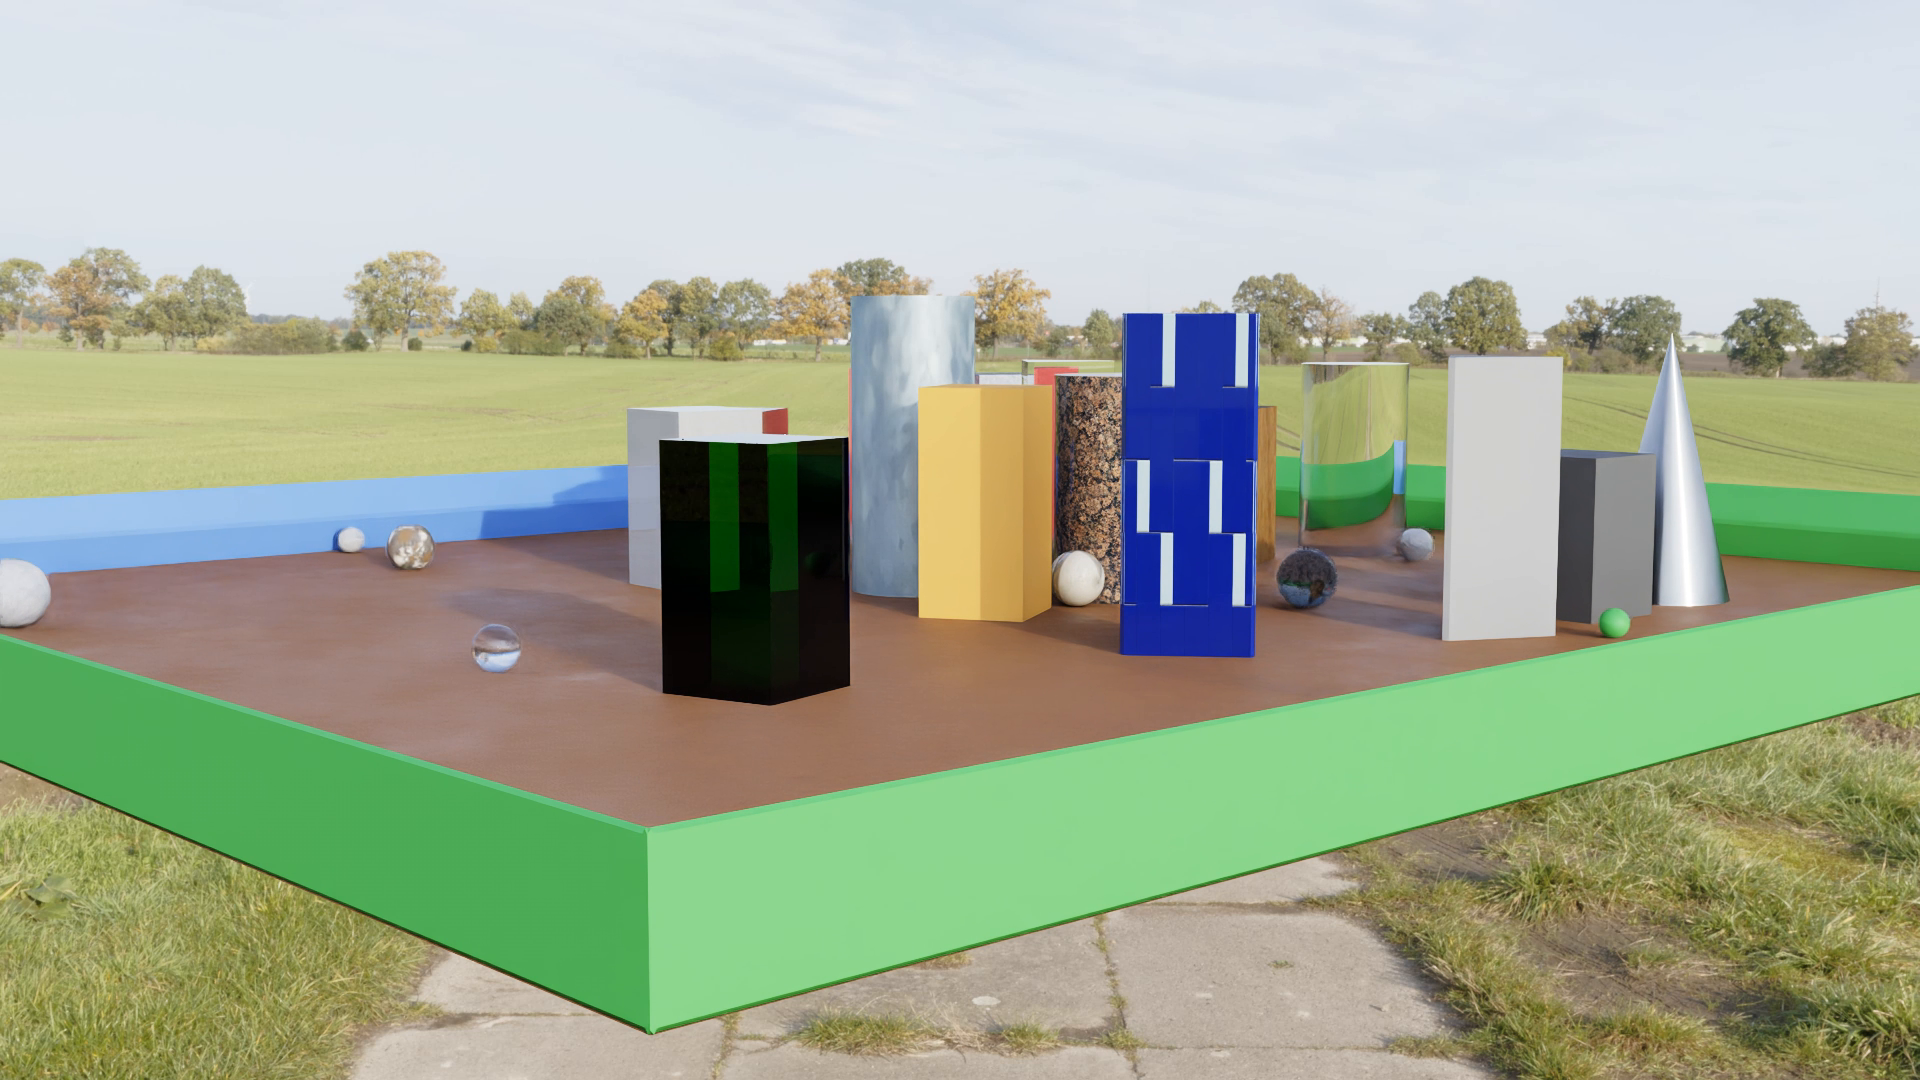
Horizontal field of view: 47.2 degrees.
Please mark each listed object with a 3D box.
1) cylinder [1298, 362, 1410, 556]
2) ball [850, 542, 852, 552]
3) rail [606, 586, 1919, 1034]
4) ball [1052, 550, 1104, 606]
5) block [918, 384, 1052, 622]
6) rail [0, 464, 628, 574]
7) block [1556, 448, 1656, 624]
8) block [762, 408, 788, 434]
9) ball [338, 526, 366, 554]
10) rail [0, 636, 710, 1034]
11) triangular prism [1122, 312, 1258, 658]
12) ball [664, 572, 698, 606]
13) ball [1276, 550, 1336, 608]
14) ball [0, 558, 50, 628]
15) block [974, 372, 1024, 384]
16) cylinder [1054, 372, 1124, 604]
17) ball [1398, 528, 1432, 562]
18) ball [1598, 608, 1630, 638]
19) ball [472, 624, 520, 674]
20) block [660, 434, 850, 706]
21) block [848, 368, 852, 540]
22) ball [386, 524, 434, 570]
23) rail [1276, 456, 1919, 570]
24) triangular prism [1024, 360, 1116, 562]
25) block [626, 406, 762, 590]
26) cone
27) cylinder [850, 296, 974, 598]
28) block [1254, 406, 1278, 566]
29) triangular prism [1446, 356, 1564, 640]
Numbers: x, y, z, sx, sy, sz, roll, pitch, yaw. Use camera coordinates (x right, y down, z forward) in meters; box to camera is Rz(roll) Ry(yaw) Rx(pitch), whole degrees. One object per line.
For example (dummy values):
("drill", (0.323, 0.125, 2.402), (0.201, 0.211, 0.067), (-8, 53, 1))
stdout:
("cylinder", (0.727, -0.152, 4.061), (0.196, 0.347, 0.196), (0, 6, 0))
("ball", (-0.231, 0.011, 3.701), (0.096, 0.096, 0.096), (0, 6, 0))
("rail", (0.891, 0.134, 2.372), (2.987, 0.127, 0.045), (-5, 8, -42))
("ball", (0.176, 0.058, 3.312), (0.085, 0.085, 0.085), (0, 6, 0))
("block", (0.038, -0.059, 3.231), (0.157, 0.334, 0.157), (2, 6, 17))
("rail", (-0.891, -0.067, 4.292), (2.987, 0.127, 0.045), (-5, 8, -42))
("block", (0.905, -0.009, 3.225), (0.157, 0.236, 0.157), (-5, 8, -41))
("block", (-0.398, -0.093, 3.855), (0.157, 0.272, 0.157), (1, 6, 12))
("ball", (-1.118, 0.000, 4.039), (0.049, 0.049, 0.049), (0, 6, 0))
("rail", (-1.080, 0.137, 2.341), (0.045, 0.127, 2.675), (-5, 8, -42))
("triangular prism", (0.302, -0.077, 2.890), (0.170, 0.440, 0.147), (1, 6, 7))
("ball", (-0.422, 0.074, 3.323), (0.051, 0.051, 0.051), (0, 6, 0))
("ball", (0.519, 0.058, 3.295), (0.088, 0.088, 0.088), (0, 6, 0))
("ball", (-1.328, 0.075, 3.083), (0.098, 0.098, 0.098), (0, 6, 0))
("block", (0.094, -0.175, 4.423), (0.157, 0.318, 0.157), (-2, 6, -15))
("cylinder", (0.244, -0.084, 3.421), (0.196, 0.345, 0.196), (0, 6, 0))
("ball", (0.810, 0.008, 3.908), (0.059, 0.059, 0.059), (0, 6, 0))
("ball", (0.891, 0.113, 2.994), (0.041, 0.041, 0.041), (0, 6, 0))
("ball", (-0.571, 0.134, 2.705), (0.060, 0.060, 0.060), (0, 6, 0))
("block", (-0.239, 0.029, 2.573), (0.157, 0.296, 0.157), (4, 7, 32))
("block", (-0.128, -0.171, 4.313), (0.157, 0.333, 0.157), (1, 6, 6))
("ball", (-0.943, 0.012, 3.775), (0.081, 0.081, 0.081), (0, 6, 0))
("rail", (1.080, -0.070, 4.323), (0.045, 0.127, 2.675), (-5, 8, -42))
("triangular prism", (0.148, -0.121, 3.700), (0.170, 0.360, 0.147), (-4, 7, -32))
("block", (-0.429, -0.070, 3.565), (0.157, 0.286, 0.157), (-5, 8, -39))
("cone", (1.093, -0.115, 3.396), (0.196, 0.411, 0.196), (0, 6, 0))
("cylinder", (-0.074, -0.153, 3.493), (0.196, 0.466, 0.196), (0, 6, 0))
("block", (0.464, -0.099, 3.904), (0.157, 0.274, 0.157), (2, 6, 23))
("triangular prism", (0.716, -0.063, 3.046), (0.170, 0.381, 0.147), (-2, 6, -17))
